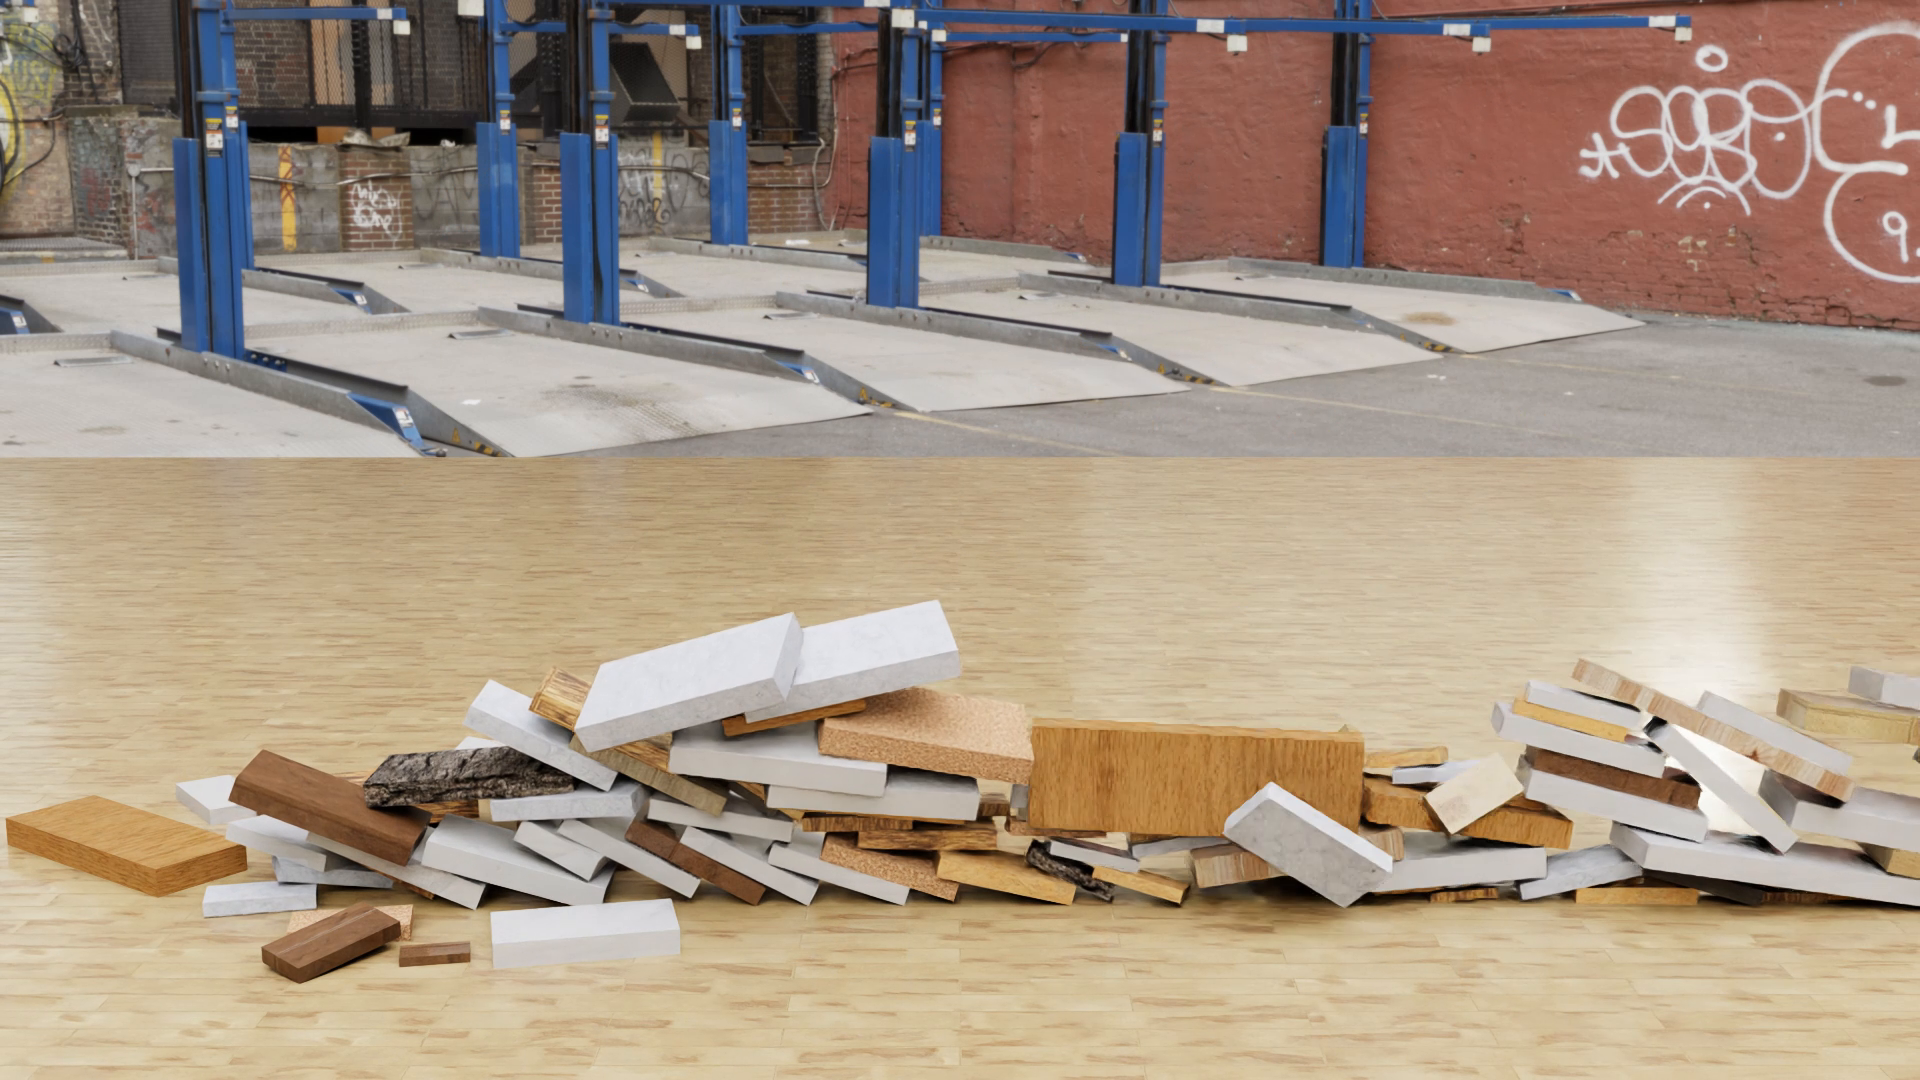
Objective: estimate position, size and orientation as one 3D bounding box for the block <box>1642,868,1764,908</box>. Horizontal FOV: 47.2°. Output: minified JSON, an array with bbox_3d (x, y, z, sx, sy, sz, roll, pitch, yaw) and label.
[{"bbox_3d":[1.220,0.552,3.648,0.198,0.028,0.099,16,10,-1],"label":"block"}]

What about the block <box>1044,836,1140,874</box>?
[{"bbox_3d":[0.218,0.520,3.651,0.151,0.021,0.076,14,3,-7],"label":"block"}]

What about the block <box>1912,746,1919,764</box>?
[{"bbox_3d":[1.759,0.416,3.619,0.327,0.046,0.163,21,8,5],"label":"block"}]

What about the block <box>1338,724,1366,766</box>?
[{"bbox_3d":[0.624,0.383,3.710,0.021,0.151,0.076,13,48,-26],"label":"block"}]

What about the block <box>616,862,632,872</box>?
[{"bbox_3d":[-0.619,0.558,3.800,0.105,0.015,0.053,-2,11,-8],"label":"block"}]

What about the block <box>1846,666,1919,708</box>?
[{"bbox_3d":[1.678,0.267,3.680,0.322,0.046,0.161,9,3,3],"label":"block"}]

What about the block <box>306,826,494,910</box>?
[{"bbox_3d":[-0.917,0.514,3.655,0.298,0.042,0.149,23,11,-2],"label":"block"}]

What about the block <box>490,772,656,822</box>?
[{"bbox_3d":[-0.631,0.417,3.602,0.244,0.035,0.122,-4,14,13],"label":"block"}]

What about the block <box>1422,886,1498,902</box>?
[{"bbox_3d":[0.830,0.581,3.655,0.112,0.016,0.056,-4,11,-3],"label":"block"}]

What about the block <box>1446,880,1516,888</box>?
[{"bbox_3d":[0.860,0.562,3.658,0.113,0.016,0.056,-3,5,1],"label":"block"}]

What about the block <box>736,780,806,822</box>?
[{"bbox_3d":[-0.321,0.388,3.601,0.172,0.024,0.086,33,20,-3],"label":"block"}]

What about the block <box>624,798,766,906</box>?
[{"bbox_3d":[-0.432,0.517,3.657,0.244,0.035,0.122,29,10,-4],"label":"block"}]

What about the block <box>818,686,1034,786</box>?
[{"bbox_3d":[-0.058,0.304,3.549,0.339,0.048,0.170,10,26,-10],"label":"block"}]

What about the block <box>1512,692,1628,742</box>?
[{"bbox_3d":[1.016,0.294,3.665,0.182,0.026,0.091,15,8,13],"label":"block"}]

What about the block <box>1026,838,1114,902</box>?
[{"bbox_3d":[0.184,0.547,3.654,0.151,0.021,0.076,26,7,0],"label":"block"}]

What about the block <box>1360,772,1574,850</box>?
[{"bbox_3d":[0.827,0.450,3.670,0.339,0.048,0.170,9,6,-6],"label":"block"}]

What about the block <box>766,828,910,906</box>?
[{"bbox_3d":[-0.198,0.538,3.661,0.236,0.033,0.118,18,10,-2],"label":"block"}]

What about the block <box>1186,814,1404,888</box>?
[{"bbox_3d":[0.552,0.509,3.660,0.339,0.048,0.170,-8,7,1],"label":"block"}]

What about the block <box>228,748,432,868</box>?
[{"bbox_3d":[-1.023,0.436,3.588,0.298,0.042,0.149,22,11,-6],"label":"block"}]

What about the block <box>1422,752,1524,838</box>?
[{"bbox_3d":[0.833,0.414,3.570,0.151,0.076,0.021,-28,-21,-17],"label":"block"}]

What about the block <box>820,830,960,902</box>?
[{"bbox_3d":[-0.115,0.532,3.654,0.230,0.033,0.115,18,10,-3],"label":"block"}]

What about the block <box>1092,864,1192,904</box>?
[{"bbox_3d":[0.300,0.563,3.634,0.151,0.021,0.076,15,3,15],"label":"block"}]

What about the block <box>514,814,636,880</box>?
[{"bbox_3d":[-0.634,0.479,3.710,0.142,0.040,0.283,28,13,4],"label":"block"}]

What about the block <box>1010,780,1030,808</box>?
[{"bbox_3d":[0.219,0.426,3.682,0.268,0.038,0.134,2,0,0],"label":"block"}]

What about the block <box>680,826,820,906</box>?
[{"bbox_3d":[-0.345,0.522,3.658,0.236,0.033,0.118,27,10,-4],"label":"block"}]

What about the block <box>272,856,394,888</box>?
[{"bbox_3d":[-1.054,0.552,3.695,0.186,0.026,0.093,8,7,-25],"label":"block"}]

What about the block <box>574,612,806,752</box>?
[{"bbox_3d":[-0.421,0.223,3.440,0.344,0.049,0.172,-15,30,17],"label":"block"}]

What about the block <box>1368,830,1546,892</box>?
[{"bbox_3d":[0.786,0.532,3.676,0.339,0.048,0.170,-5,7,-1],"label":"block"}]

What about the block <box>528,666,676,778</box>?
[{"bbox_3d":[-0.563,0.293,3.568,0.256,0.036,0.128,26,14,-6],"label":"block"}]

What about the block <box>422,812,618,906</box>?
[{"bbox_3d":[-0.725,0.533,3.640,0.298,0.042,0.149,16,10,-3],"label":"block"}]

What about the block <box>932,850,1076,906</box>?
[{"bbox_3d":[0.071,0.549,3.651,0.229,0.033,0.115,13,9,-7],"label":"block"}]

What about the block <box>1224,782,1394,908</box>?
[{"bbox_3d":[0.552,0.485,3.486,0.241,0.121,0.034,32,42,-11],"label":"block"}]

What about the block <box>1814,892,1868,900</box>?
[{"bbox_3d":[1.454,0.576,3.633,0.115,0.016,0.058,4,12,-26],"label":"block"}]

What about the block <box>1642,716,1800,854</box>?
[{"bbox_3d":[1.253,0.401,3.631,0.267,0.038,0.134,41,8,-1],"label":"block"}]

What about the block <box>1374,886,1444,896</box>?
[{"bbox_3d":[0.740,0.571,3.655,0.112,0.016,0.056,-5,7,1],"label":"block"}]

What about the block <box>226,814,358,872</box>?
[{"bbox_3d":[-1.119,0.509,3.704,0.205,0.029,0.103,14,6,21],"label":"block"}]

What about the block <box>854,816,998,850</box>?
[{"bbox_3d":[-0.060,0.480,3.672,0.230,0.033,0.115,1,13,-7],"label":"block"}]

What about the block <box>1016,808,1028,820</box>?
[{"bbox_3d":[0.175,0.455,3.673,0.161,0.023,0.081,2,0,-1],"label":"block"}]

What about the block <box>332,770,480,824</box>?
[{"bbox_3d":[-1.051,0.464,3.947,0.348,0.049,0.174,-4,15,-18],"label":"block"}]

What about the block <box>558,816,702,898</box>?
[{"bbox_3d":[-0.541,0.501,3.649,0.244,0.035,0.122,28,13,-8],"label":"block"}]

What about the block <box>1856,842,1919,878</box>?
[{"bbox_3d":[1.655,0.537,3.633,0.291,0.041,0.145,12,11,1],"label":"block"}]

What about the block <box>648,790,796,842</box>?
[{"bbox_3d":[-0.389,0.447,3.642,0.236,0.033,0.118,10,11,0],"label":"block"}]
